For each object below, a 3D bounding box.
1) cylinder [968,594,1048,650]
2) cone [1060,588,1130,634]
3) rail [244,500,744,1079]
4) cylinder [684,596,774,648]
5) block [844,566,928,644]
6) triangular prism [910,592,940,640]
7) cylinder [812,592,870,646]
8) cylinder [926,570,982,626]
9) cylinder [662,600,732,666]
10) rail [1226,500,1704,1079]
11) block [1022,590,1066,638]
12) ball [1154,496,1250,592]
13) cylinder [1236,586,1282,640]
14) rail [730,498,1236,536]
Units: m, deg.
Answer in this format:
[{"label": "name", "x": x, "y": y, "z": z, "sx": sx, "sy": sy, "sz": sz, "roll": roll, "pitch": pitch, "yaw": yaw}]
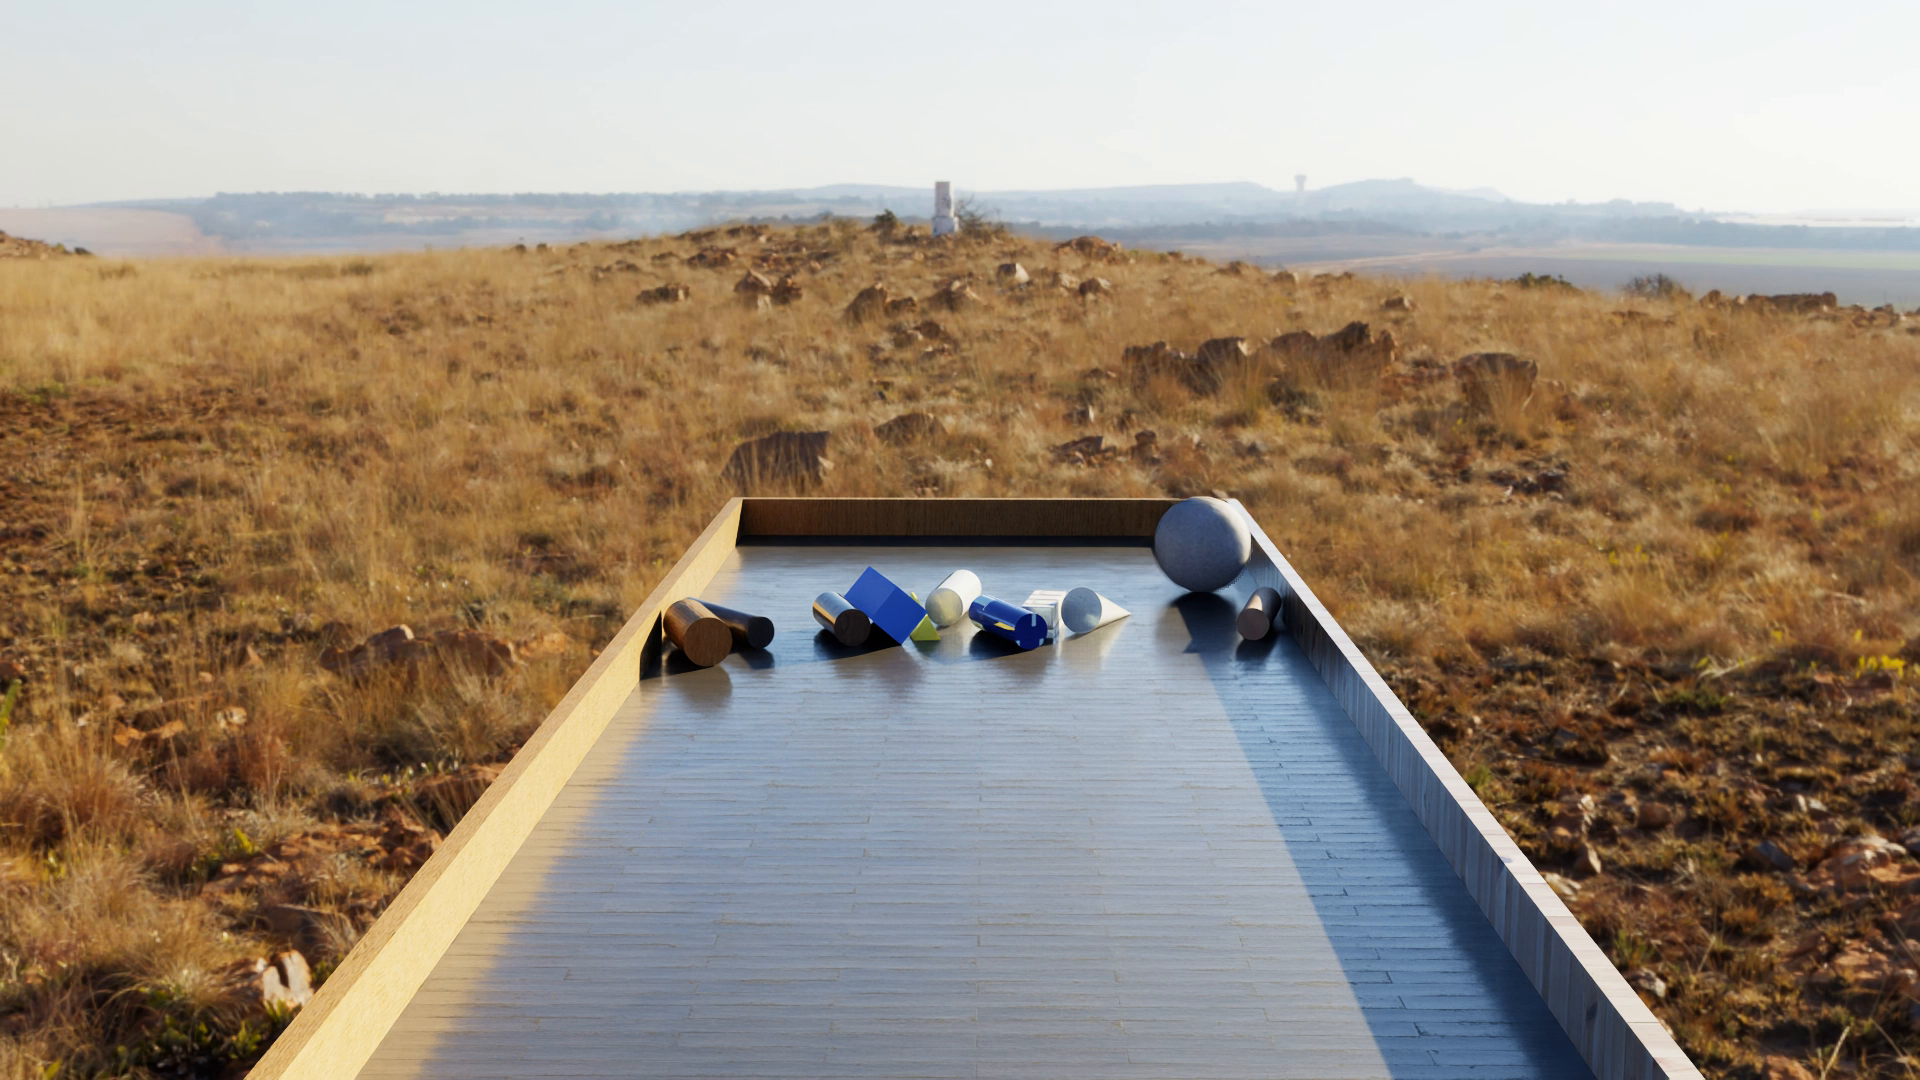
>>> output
[{"label": "cylinder", "x": 0.151, "y": 0.259, "z": 7.005, "sx": 0.115, "sy": 0.115, "sz": 0.353, "roll": -4, "pitch": 10, "yaw": -23}, {"label": "cone", "x": 0.486, "y": 0.238, "z": 7.270, "sx": 0.150, "sy": 0.150, "sz": 0.384, "roll": 5, "pitch": -1, "yaw": 30}, {"label": "rail", "x": -1.004, "y": 0.839, "z": 3.234, "sx": 0.050, "sy": 0.150, "sz": 12.000, "roll": 0, "pitch": 9, "yaw": 1}, {"label": "cylinder", "x": -0.754, "y": 0.263, "z": 7.029, "sx": 0.102, "sy": 0.102, "sz": 0.433, "roll": -7, "pitch": 11, "yaw": -37}, {"label": "block", "x": -0.242, "y": 0.208, "z": 7.097, "sx": 0.133, "sy": 0.133, "sz": 0.392, "roll": 40, "pitch": -3, "yaw": -17}, {"label": "triangular prism", "x": -0.132, "y": 0.247, "z": 7.193, "sx": 0.090, "sy": 0.078, "sz": 0.411, "roll": -1, "pitch": 9, "yaw": -7}, {"label": "cylinder", "x": -0.382, "y": 0.251, "z": 7.053, "sx": 0.117, "sy": 0.117, "sz": 0.324, "roll": -3, "pitch": 9, "yaw": -16}, {"label": "cylinder", "x": -0.021, "y": 0.193, "z": 7.384, "sx": 0.128, "sy": 0.128, "sz": 0.352, "roll": 2, "pitch": 9, "yaw": 10}, {"label": "cylinder", "x": -0.808, "y": 0.282, "z": 6.750, "sx": 0.150, "sy": 0.150, "sz": 0.316, "roll": -3, "pitch": 10, "yaw": -19}, {"label": "rail", "x": 1.046, "y": 0.843, "z": 3.208, "sx": 0.050, "sy": 0.150, "sz": 12.000, "roll": 0, "pitch": 9, "yaw": 1}, {"label": "block", "x": 0.275, "y": 0.239, "z": 7.178, "sx": 0.101, "sy": 0.101, "sz": 0.300, "roll": 2, "pitch": 9, "yaw": 10}, {"label": "ball", "x": 0.862, "y": 0.014, "z": 7.830, "sx": 0.342, "sy": 0.342, "sz": 0.342, "roll": 0, "pitch": 9, "yaw": 0}, {"label": "cylinder", "x": 0.978, "y": 0.237, "z": 7.178, "sx": 0.105, "sy": 0.105, "sz": 0.391, "roll": 2, "pitch": 9, "yaw": 14}, {"label": "rail", "x": 0.099, "y": -0.098, "z": 9.147, "sx": 2.100, "sy": 0.150, "sz": 0.050, "roll": 0, "pitch": 9, "yaw": 1}]
